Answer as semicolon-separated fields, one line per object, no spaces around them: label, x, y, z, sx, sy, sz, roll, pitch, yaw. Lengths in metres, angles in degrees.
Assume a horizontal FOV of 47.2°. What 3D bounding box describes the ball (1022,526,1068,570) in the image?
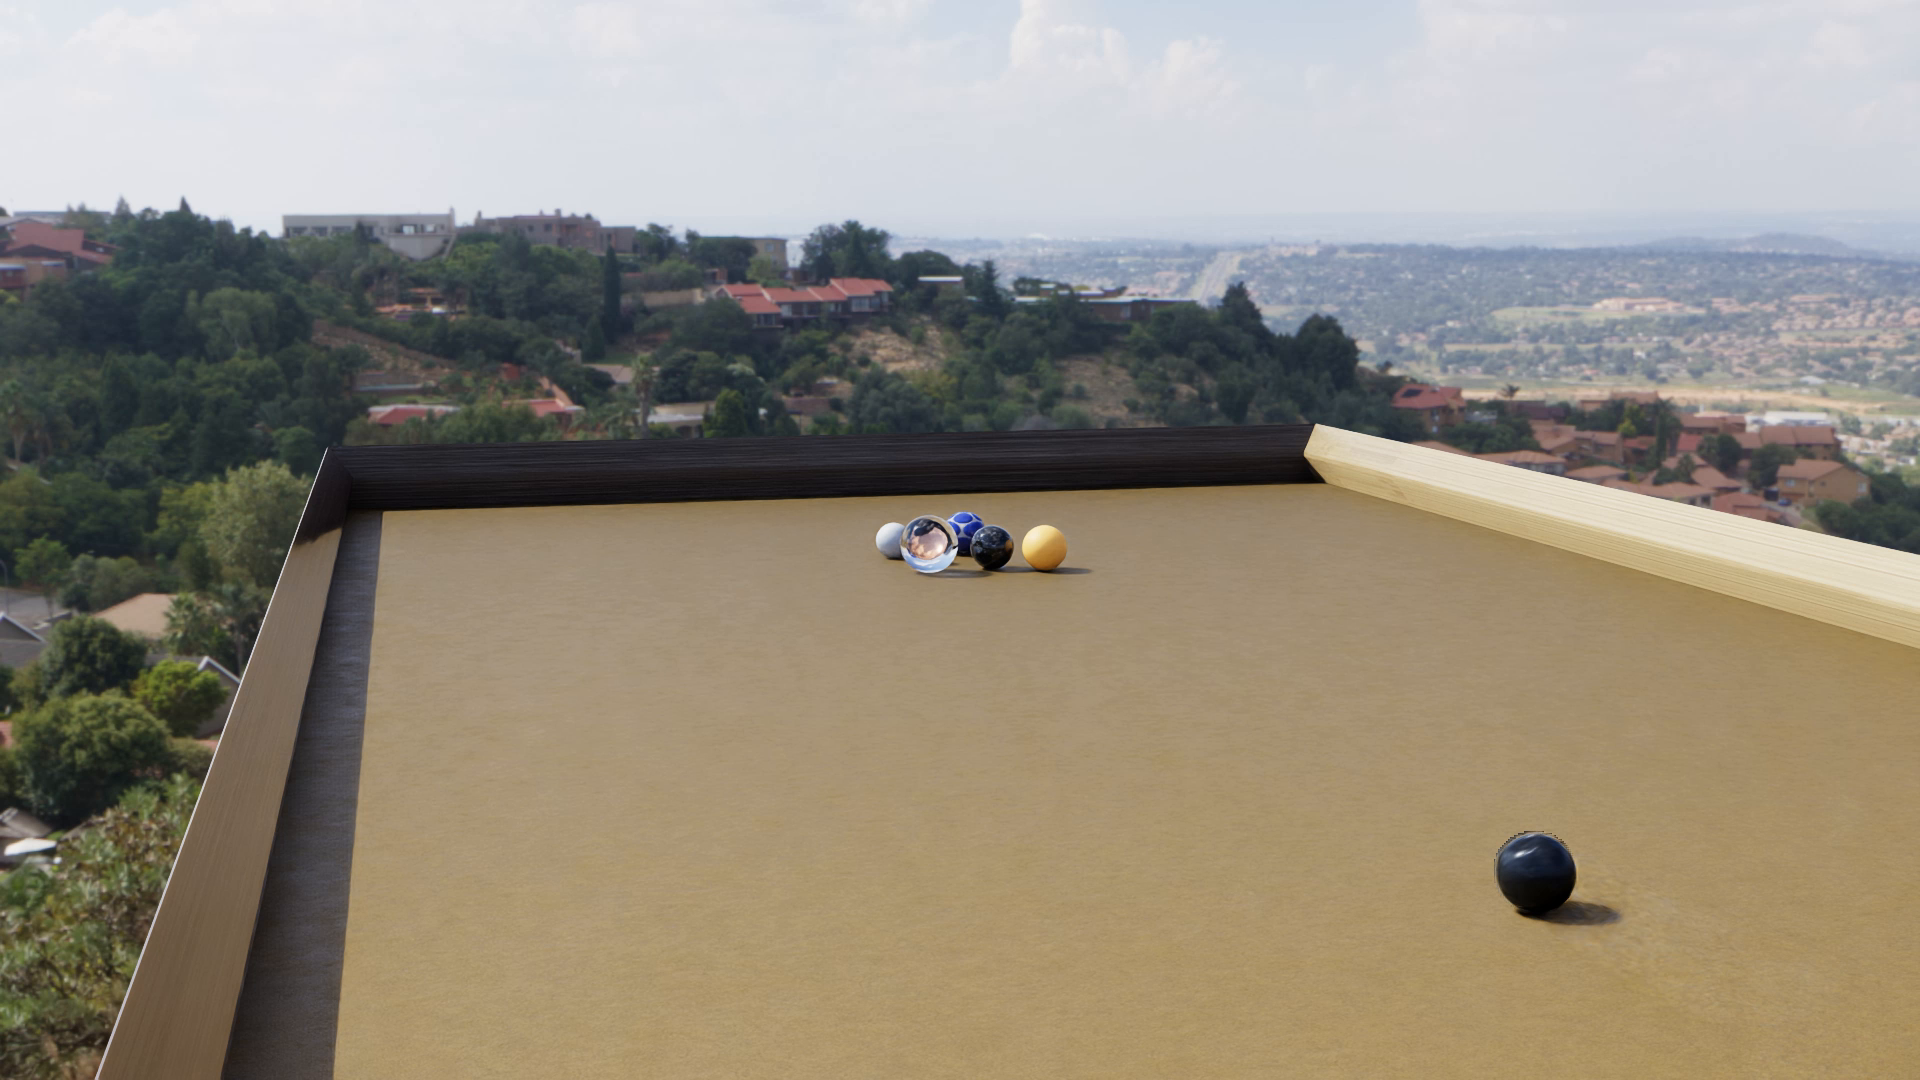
ball;0.130;0.012;3.370;0.069;0.069;0.069;0;8;0

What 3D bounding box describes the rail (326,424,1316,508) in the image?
rail;-0.214;-0.147;4.316;1.978;0.115;0.045;-2;8;-14

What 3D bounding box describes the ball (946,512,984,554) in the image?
ball;0.007;-0.012;3.535;0.069;0.069;0.069;0;8;0

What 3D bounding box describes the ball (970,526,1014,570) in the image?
ball;0.049;0.011;3.383;0.068;0.068;0.068;0;8;0

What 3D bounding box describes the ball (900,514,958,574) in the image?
ball;-0.047;0.006;3.343;0.089;0.089;0.089;0;8;0

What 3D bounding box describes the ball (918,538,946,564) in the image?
ball;-0.044;0.016;3.437;0.042;0.042;0.042;0;8;0

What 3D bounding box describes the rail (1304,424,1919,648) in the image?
rail;1.156;0.067;2.819;0.045;0.115;3.643;-2;8;-14

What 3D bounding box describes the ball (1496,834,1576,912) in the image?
ball;0.443;0.256;1.692;0.060;0.060;0.060;0;8;0

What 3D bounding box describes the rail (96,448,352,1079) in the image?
rail;-0.717;0.132;2.359;0.045;0.115;3.643;-2;8;-14

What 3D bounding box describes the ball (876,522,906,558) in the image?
ball;-0.105;0.001;3.495;0.057;0.057;0.057;0;8;0
